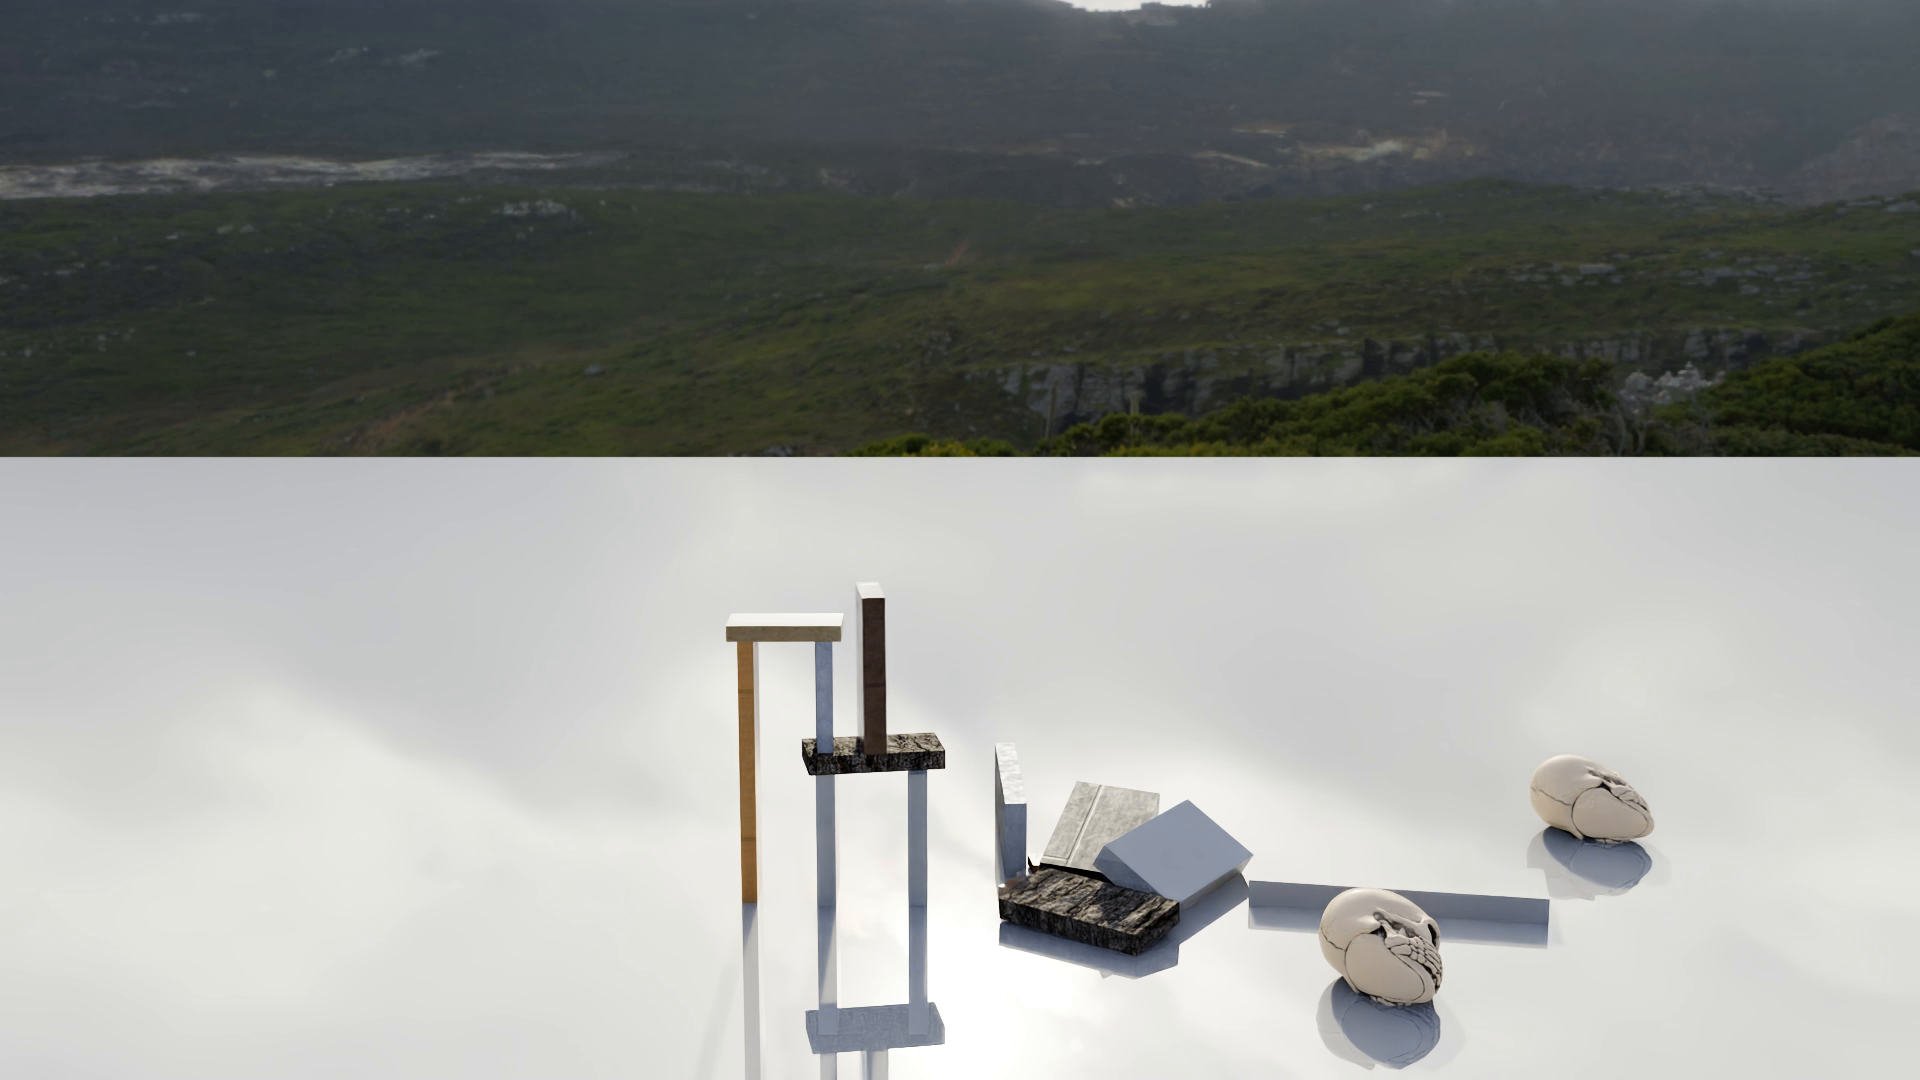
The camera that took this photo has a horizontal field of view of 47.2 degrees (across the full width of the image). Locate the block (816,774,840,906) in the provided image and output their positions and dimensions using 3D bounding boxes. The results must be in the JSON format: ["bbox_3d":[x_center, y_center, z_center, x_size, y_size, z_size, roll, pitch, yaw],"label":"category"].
[{"bbox_3d":[-0.219,0.481,3.644,0.032,0.224,0.112,0,11,0],"label":"block"}]

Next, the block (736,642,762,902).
[{"bbox_3d":[-0.347,0.373,3.631,0.026,0.441,0.093,0,11,0],"label":"block"}]

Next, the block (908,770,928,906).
[{"bbox_3d":[-0.069,0.481,3.644,0.032,0.224,0.112,0,11,0],"label":"block"}]

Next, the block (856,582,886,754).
[{"bbox_3d":[-0.146,0.209,3.609,0.037,0.260,0.130,-2,11,-7],"label":"block"}]

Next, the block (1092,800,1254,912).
[{"bbox_3d":[0.358,0.533,3.665,0.150,0.042,0.300,40,27,21],"label":"block"}]

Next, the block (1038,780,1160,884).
[{"bbox_3d":[0.241,0.508,3.757,0.150,0.042,0.300,7,22,13],"label":"block"}]

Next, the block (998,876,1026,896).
[{"bbox_3d":[0.132,0.585,3.650,0.122,0.017,0.061,6,12,30],"label":"block"}]

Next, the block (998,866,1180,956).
[{"bbox_3d":[0.205,0.590,3.509,0.260,0.037,0.130,9,21,36],"label":"block"}]

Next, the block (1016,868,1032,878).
[{"bbox_3d":[0.160,0.566,3.750,0.061,0.017,0.121,9,14,41],"label":"block"}]

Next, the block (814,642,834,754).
[{"bbox_3d":[-0.223,0.247,3.607,0.026,0.185,0.093,-1,11,-5],"label":"block"}]

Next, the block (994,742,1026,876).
[{"bbox_3d":[0.089,0.476,3.926,0.037,0.130,0.377,0,11,-2],"label":"block"}]

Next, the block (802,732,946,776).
[{"bbox_3d":[-0.144,0.353,3.632,0.224,0.032,0.112,-2,11,-10],"label":"block"}]

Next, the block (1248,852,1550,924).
[{"bbox_3d":[0.723,0.574,3.640,0.478,0.042,0.150,2,11,11],"label":"block"}]

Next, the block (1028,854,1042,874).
[{"bbox_3d":[0.180,0.550,3.744,0.122,0.017,0.061,-1,11,-8],"label":"block"}]

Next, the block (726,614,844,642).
[{"bbox_3d":[-0.285,0.143,3.589,0.185,0.026,0.093,0,11,0],"label":"block"}]
